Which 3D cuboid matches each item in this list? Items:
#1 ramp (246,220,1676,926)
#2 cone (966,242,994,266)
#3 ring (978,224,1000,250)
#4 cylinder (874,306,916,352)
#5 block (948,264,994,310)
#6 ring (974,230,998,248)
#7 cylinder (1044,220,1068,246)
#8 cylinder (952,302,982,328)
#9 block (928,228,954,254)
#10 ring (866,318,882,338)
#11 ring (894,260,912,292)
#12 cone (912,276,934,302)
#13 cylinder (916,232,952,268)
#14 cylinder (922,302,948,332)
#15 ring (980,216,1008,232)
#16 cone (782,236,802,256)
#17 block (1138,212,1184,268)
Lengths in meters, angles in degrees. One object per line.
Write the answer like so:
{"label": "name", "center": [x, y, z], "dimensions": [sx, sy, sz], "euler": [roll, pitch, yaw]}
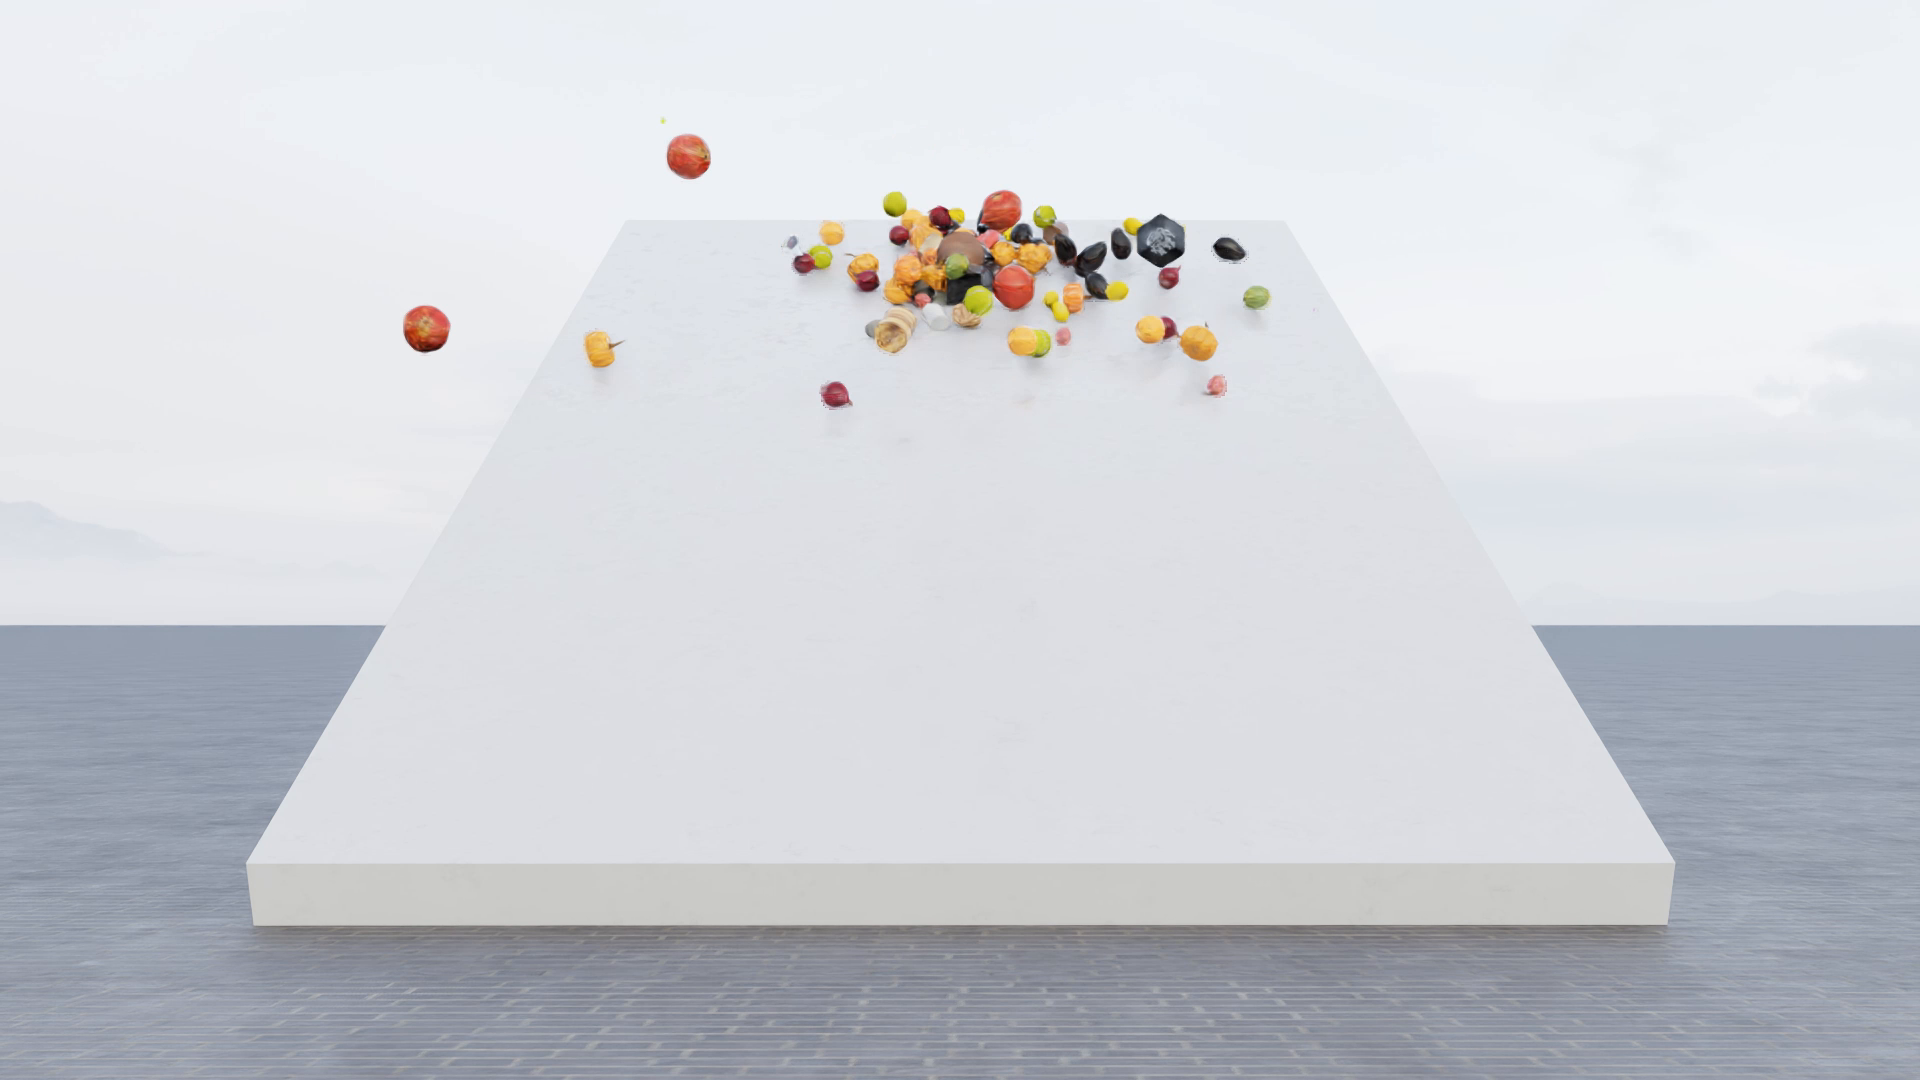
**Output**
{"label": "ramp", "center": [-0.006, -0.214, 5.076], "dimensions": [2.000, 0.100, 4.000], "euler": [0, 21, 0]}
{"label": "cone", "center": [0.073, -0.780, 6.288], "dimensions": [0.082, 0.082, 0.082], "euler": [1, 10, -34]}
{"label": "ring", "center": [0.081, -0.871, 6.543], "dimensions": [0.029, 0.086, 0.086], "euler": [-36, 3, -7]}
{"label": "cylinder", "center": [-0.148, -0.483, 5.229], "dimensions": [0.079, 0.079, 0.079], "euler": [-1, 34, 20]}
{"label": "block", "center": [0.028, -0.668, 5.997], "dimensions": [0.093, 0.093, 0.093], "euler": [8, 22, 19]}
{"label": "ring", "center": [0.065, -0.829, 6.373], "dimensions": [0.103, 0.034, 0.103], "euler": [-35, 17, 13]}
{"label": "cylinder", "center": [0.278, -0.891, 6.626], "dimensions": [0.062, 0.062, 0.062], "euler": [-1, 28, 16]}
{"label": "cylinder", "center": [0.017, -0.566, 5.753], "dimensions": [0.055, 0.055, 0.055], "euler": [-1, -5, 30]}
{"label": "block", "center": [-0.054, -0.856, 6.533], "dimensions": [0.061, 0.061, 0.061], "euler": [7, 22, 17]}
{"label": "ring", "center": [-0.184, -0.527, 5.707], "dimensions": [0.107, 0.036, 0.107], "euler": [1, 22, 0]}
{"label": "ring", "center": [-0.150, -0.700, 6.051], "dimensions": [0.028, 0.083, 0.083], "euler": [-1, -2, 25]}
{"label": "cone", "center": [-0.105, -0.672, 6.012], "dimensions": [0.064, 0.064, 0.064], "euler": [-13, -27, -7]}
{"label": "cylinder", "center": [-0.070, -0.806, 6.343], "dimensions": [0.072, 0.072, 0.072], "euler": [37, -6, 4]}
{"label": "cylinder", "center": [-0.063, -0.562, 5.748], "dimensions": [0.053, 0.053, 0.053], "euler": [-17, -40, -15]}
{"label": "ring", "center": [0.098, -0.909, 6.555], "dimensions": [0.083, 0.028, 0.083], "euler": [15, -12, 3]}
{"label": "cone", "center": [-0.447, -0.792, 6.233], "dimensions": [0.057, 0.057, 0.057], "euler": [-2, -31, 43]}
{"label": "block", "center": [0.549, -0.816, 6.224], "dimensions": [0.091, 0.091, 0.091], "euler": [27, -40, -34]}
